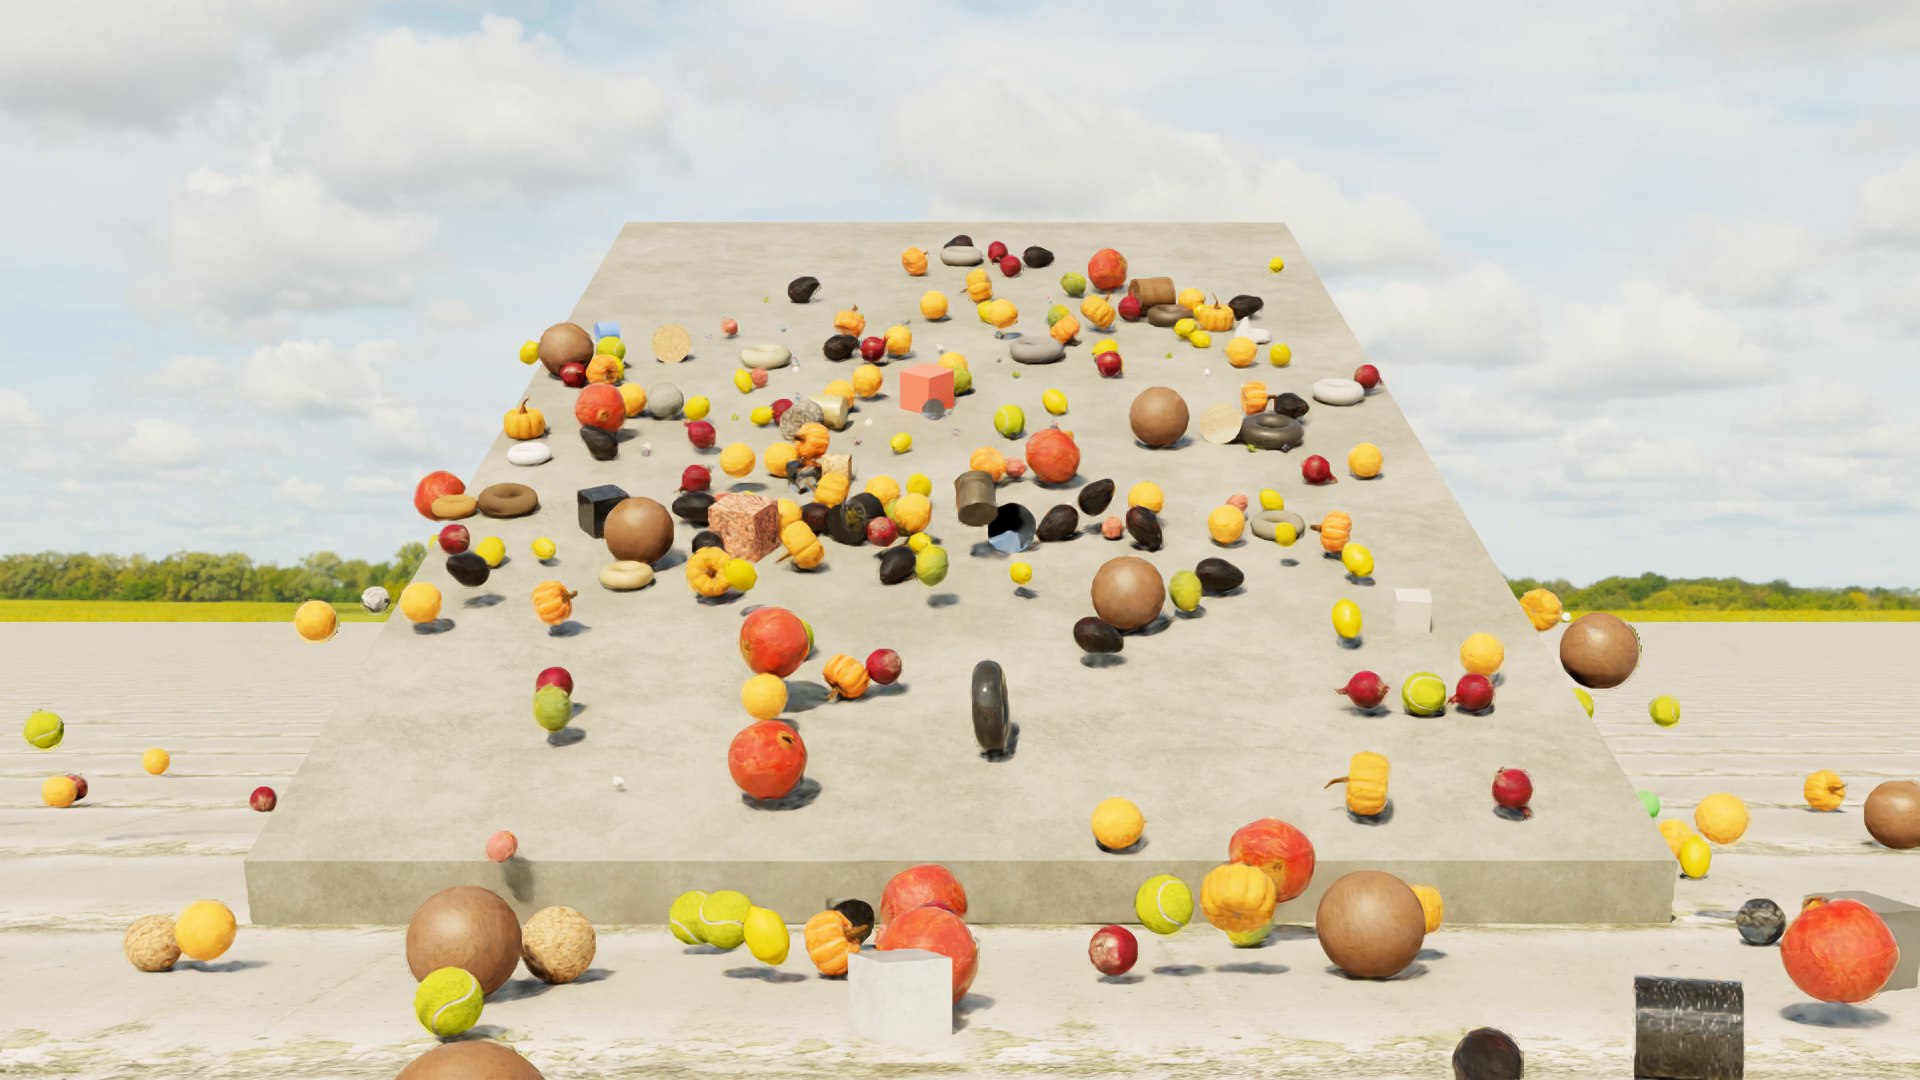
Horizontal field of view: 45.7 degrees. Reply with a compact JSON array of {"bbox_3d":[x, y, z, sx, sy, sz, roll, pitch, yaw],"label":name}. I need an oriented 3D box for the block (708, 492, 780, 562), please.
[{"bbox_3d":[-0.406,-0.025,4.286,0.096,0.096,0.096,9,22,22],"label":"block"}]

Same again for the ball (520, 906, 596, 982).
[{"bbox_3d":[-0.476,0.479,2.697,0.090,0.090,0.090,0,-2,0],"label":"ball"}]

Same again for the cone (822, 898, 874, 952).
[{"bbox_3d":[-0.159,0.483,2.956,0.074,0.074,0.074,1,19,-27],"label":"cone"}]

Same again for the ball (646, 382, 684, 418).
[{"bbox_3d":[-0.655,-0.311,5.062,0.082,0.082,0.082,0,-2,0],"label":"ball"}]

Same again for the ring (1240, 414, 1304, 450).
[{"bbox_3d":[0.671,-0.235,4.916,0.141,0.047,0.141,3,23,-1],"label":"ring"}]

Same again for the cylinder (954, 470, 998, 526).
[{"bbox_3d":[0.030,-0.077,4.215,0.075,0.075,0.075,-4,-34,-3],"label":"cylinder"}]

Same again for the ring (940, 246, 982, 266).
[{"bbox_3d":[0.005,-0.802,6.427,0.120,0.040,0.120,1,20,0],"label":"ring"}]

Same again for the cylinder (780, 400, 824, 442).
[{"bbox_3d":[-0.343,-0.259,4.937,0.074,0.074,0.074,-1,20,20],"label":"cylinder"}]

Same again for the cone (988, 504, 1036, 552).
[{"bbox_3d":[0.108,-0.017,4.344,0.095,0.095,0.095,0,-7,14],"label":"cone"}]

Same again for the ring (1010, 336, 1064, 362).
[{"bbox_3d":[0.186,-0.462,5.523,0.133,0.044,0.133,-1,20,0],"label":"ring"}]

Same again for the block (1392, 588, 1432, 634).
[{"bbox_3d":[0.785,0.123,3.954,0.059,0.059,0.059,2,21,5],"label":"block"}]

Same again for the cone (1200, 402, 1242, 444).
[{"bbox_3d":[0.578,-0.246,4.954,0.092,0.092,0.092,-1,-8,21],"label":"cone"}]

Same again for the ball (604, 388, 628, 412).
[{"bbox_3d":[-0.773,-0.317,5.117,0.054,0.054,0.054,0,-2,0],"label":"ball"}]

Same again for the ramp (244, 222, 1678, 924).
[{"bbox_3d":[-0.005,-0.212,5.063,2.000,0.100,4.000,0,21,0],"label":"ramp"}]

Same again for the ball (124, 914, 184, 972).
[{"bbox_3d":[-0.985,0.492,2.784,0.069,0.069,0.069,0,-2,0],"label":"ball"}]

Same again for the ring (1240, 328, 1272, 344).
[{"bbox_3d":[0.737,-0.507,5.670,0.077,0.026,0.077,1,22,0],"label":"ring"}]

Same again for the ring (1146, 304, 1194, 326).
[{"bbox_3d":[0.539,-0.575,5.827,0.122,0.041,0.122,0,19,0],"label":"ring"}]

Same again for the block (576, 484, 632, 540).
[{"bbox_3d":[-0.686,-0.055,4.393,0.077,0.077,0.077,-12,24,-30],"label":"block"}]

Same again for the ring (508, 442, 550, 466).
[{"bbox_3d":[-0.907,-0.181,4.793,0.089,0.030,0.089,-1,22,0],"label":"ring"}]

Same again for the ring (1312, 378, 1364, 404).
[{"bbox_3d":[0.864,-0.340,5.206,0.119,0.040,0.119,1,19,0],"label":"ring"}]

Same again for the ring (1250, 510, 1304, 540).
[{"bbox_3d":[0.613,-0.028,4.388,0.104,0.035,0.104,0,22,0],"label":"ring"}]

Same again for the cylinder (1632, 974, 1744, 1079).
[{"bbox_3d":[0.675,0.455,2.115,0.095,0.095,0.095,1,-2,15],"label":"cylinder"}]

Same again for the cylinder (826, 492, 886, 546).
[{"bbox_3d":[-0.199,-0.041,4.352,0.081,0.081,0.081,-1,17,32],"label":"cylinder"}]

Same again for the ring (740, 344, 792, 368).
[{"bbox_3d":[-0.466,-0.442,5.471,0.122,0.041,0.122,1,20,0],"label":"ring"}]

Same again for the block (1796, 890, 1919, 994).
[{"bbox_3d":[1.056,0.470,2.671,0.094,0.094,0.094,1,6,-29],"label":"block"}]

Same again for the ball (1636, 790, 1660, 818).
[{"bbox_3d":[1.452,0.563,4.826,0.063,0.063,0.063,0,-2,0],"label":"ball"}]

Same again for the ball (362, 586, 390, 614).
[{"bbox_3d":[-1.143,0.116,4.455,0.054,0.054,0.054,0,-2,0],"label":"ball"}]

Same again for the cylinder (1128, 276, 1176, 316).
[{"bbox_3d":[0.498,-0.633,5.903,0.095,0.095,0.095,-6,0,-15],"label":"cylinder"}]

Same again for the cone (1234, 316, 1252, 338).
[{"bbox_3d":[0.717,-0.541,5.718,0.054,0.054,0.054,0,21,0],"label":"cone"}]

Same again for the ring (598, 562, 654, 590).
[{"bbox_3d":[-0.606,0.064,4.138,0.099,0.033,0.099,0,16,0],"label":"ring"}]

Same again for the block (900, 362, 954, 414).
[{"bbox_3d":[-0.074,-0.340,5.134,0.088,0.088,0.088,17,27,38],"label":"block"}]

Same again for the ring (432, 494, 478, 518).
[{"bbox_3d":[-0.997,-0.066,4.488,0.089,0.030,0.089,0,19,0],"label":"ring"}]

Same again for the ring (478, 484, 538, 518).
[{"bbox_3d":[-0.895,-0.078,4.503,0.120,0.040,0.120,3,24,-1],"label":"ring"}]

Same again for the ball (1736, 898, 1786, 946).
[{"bbox_3d":[1.056,0.503,3.002,0.062,0.062,0.062,0,-2,0],"label":"ball"}]

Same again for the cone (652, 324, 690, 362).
[{"bbox_3d":[-0.698,-0.469,5.537,0.095,0.095,0.095,0,-6,-3],"label":"cone"}]

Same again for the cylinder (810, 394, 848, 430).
[{"bbox_3d":[-0.291,-0.282,4.997,0.072,0.072,0.072,8,-1,10],"label":"cylinder"}]

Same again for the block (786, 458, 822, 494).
[{"bbox_3d":[-0.316,-0.130,4.625,0.053,0.053,0.053,-12,24,-29],"label":"block"}]

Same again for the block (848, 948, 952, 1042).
[{"bbox_3d":[-0.062,0.473,2.372,0.080,0.080,0.080,1,-2,-29],"label":"block"}]
